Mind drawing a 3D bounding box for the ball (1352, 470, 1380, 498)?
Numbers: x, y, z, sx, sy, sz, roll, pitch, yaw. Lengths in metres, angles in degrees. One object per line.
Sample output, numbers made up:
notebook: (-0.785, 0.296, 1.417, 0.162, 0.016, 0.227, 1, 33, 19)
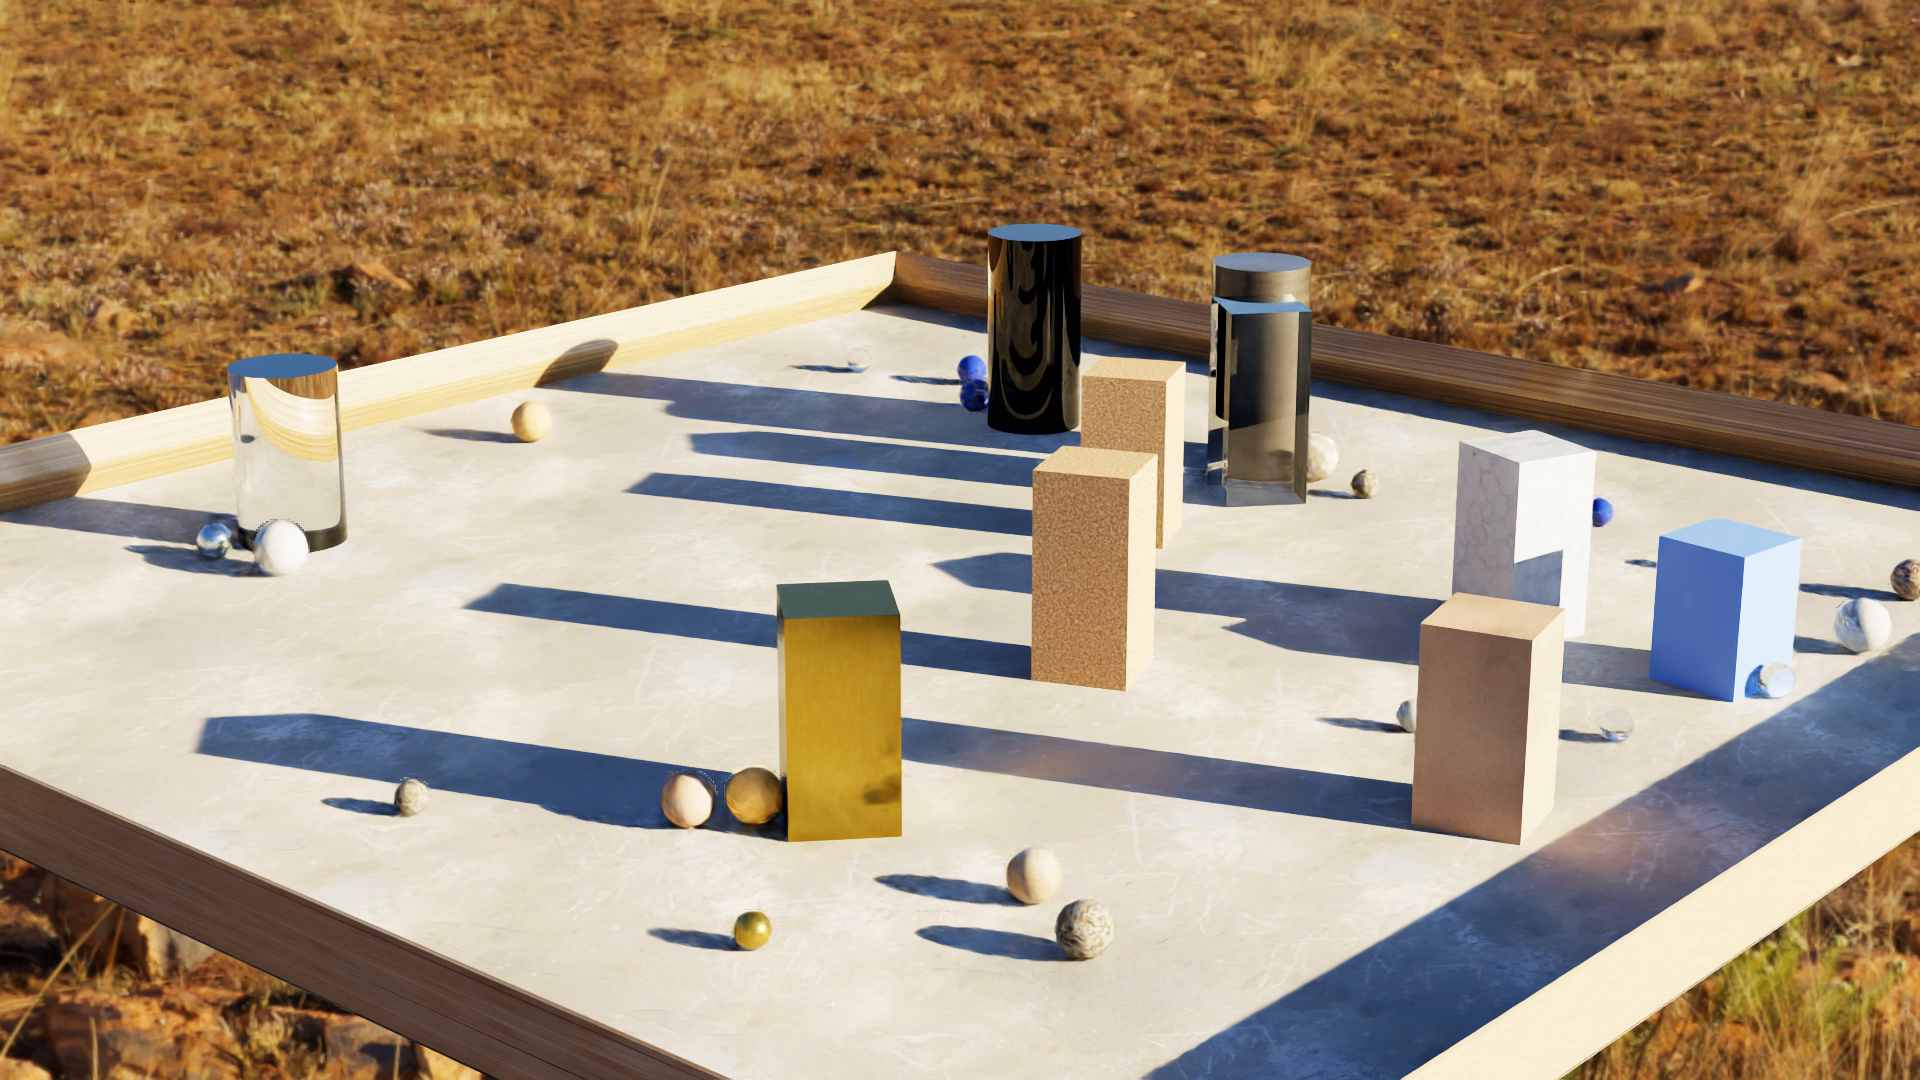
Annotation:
ball: (0.791, -0.109, 5.719, 0.055, 0.055, 0.055, 0, 17, 0)

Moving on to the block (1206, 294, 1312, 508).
block: (0.580, -0.271, 5.693, 0.158, 0.381, 0.158, -3, 17, -9)

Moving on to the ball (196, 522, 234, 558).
ball: (-1.356, 0.002, 5.335, 0.066, 0.066, 0.066, 0, 17, 0)

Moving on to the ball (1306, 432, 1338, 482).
ball: (0.704, -0.166, 5.832, 0.099, 0.099, 0.099, 0, 17, 0)

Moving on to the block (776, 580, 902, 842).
block: (-0.170, 0.238, 4.101, 0.158, 0.326, 0.158, -2, 17, -7)

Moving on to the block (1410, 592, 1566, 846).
block: (0.741, 0.248, 4.111, 0.158, 0.299, 0.158, 8, 19, 26)

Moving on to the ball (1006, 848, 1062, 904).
ball: (0.097, 0.442, 3.857, 0.075, 0.075, 0.075, 0, 17, 0)

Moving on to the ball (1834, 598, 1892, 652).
ball: (1.487, 0.141, 4.830, 0.090, 0.090, 0.090, 0, 17, 0)

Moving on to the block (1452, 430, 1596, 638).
block: (0.941, -0.003, 4.911, 0.158, 0.319, 0.158, -9, 19, -27)

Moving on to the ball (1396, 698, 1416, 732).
ball: (0.693, 0.268, 4.476, 0.051, 0.051, 0.051, 0, 17, 0)

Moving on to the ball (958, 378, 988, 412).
ball: (0.034, -0.314, 6.355, 0.073, 0.073, 0.073, 0, 17, 0)

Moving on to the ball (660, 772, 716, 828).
ball: (-0.381, 0.364, 4.111, 0.077, 0.077, 0.077, 0, 17, 0)

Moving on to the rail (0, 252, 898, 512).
rail: (-1.283, -0.289, 6.186, 0.045, 0.129, 3.469, 14, 22, 39)

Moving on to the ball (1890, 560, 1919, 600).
ball: (1.656, 0.069, 5.103, 0.071, 0.071, 0.071, 0, 17, 0)

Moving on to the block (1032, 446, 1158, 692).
block: (0.215, 0.044, 4.701, 0.158, 0.350, 0.158, 6, 18, 18)

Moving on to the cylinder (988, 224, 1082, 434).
cylinder: (0.158, -0.449, 6.224, 0.198, 0.414, 0.198, 0, 17, 0)

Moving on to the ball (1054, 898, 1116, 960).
ball: (0.157, 0.491, 3.694, 0.076, 0.076, 0.076, 0, 17, 0)

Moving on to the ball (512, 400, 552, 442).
ball: (-0.895, -0.248, 6.128, 0.085, 0.085, 0.085, 0, 17, 0)

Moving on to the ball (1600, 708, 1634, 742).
ball: (0.993, 0.280, 4.435, 0.051, 0.051, 0.051, 0, 17, 0)

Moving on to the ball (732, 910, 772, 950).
ball: (-0.264, 0.495, 3.723, 0.050, 0.050, 0.050, 0, 17, 0)

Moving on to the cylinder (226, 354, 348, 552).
cylinder: (-1.240, -0.160, 5.411, 0.198, 0.331, 0.198, 0, 17, 0)

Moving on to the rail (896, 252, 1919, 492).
rail: (1.122, -0.340, 6.357, 3.445, 0.129, 0.045, 14, 22, 39)

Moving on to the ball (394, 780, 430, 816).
ball: (-0.777, 0.365, 4.156, 0.050, 0.050, 0.050, 0, 17, 0)

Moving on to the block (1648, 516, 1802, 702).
block: (1.220, 0.109, 4.676, 0.158, 0.239, 0.158, -15, 22, -40)

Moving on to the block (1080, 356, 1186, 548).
block: (0.320, -0.164, 5.447, 0.158, 0.317, 0.158, 5, 17, 16)

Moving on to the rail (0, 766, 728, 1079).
rail: (-1.122, 0.405, 3.883, 3.445, 0.129, 0.045, 14, 22, 39)

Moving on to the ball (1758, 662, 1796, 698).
ball: (1.287, 0.221, 4.622, 0.057, 0.057, 0.057, 0, 17, 0)

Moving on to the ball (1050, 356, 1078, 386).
ball: (0.234, -0.380, 6.602, 0.066, 0.066, 0.066, 0, 17, 0)

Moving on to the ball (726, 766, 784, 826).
ball: (-0.288, 0.360, 4.118, 0.082, 0.082, 0.082, 0, 17, 0)

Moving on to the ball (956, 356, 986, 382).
ball: (0.026, -0.383, 6.608, 0.067, 0.067, 0.067, 0, 17, 0)

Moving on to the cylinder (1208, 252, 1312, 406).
cylinder: (0.604, -0.359, 5.931, 0.198, 0.413, 0.198, 0, 17, 0)

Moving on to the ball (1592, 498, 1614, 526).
ball: (1.208, -0.053, 5.537, 0.053, 0.053, 0.053, 0, 17, 0)

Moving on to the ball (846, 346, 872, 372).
ball: (-0.231, -0.414, 6.726, 0.058, 0.058, 0.058, 0, 17, 0)

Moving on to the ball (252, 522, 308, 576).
ball: (-1.214, 0.015, 5.236, 0.097, 0.097, 0.097, 0, 17, 0)

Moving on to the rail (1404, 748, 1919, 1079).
rail: (1.283, 0.354, 4.053, 0.045, 0.129, 3.469, 14, 22, 39)
